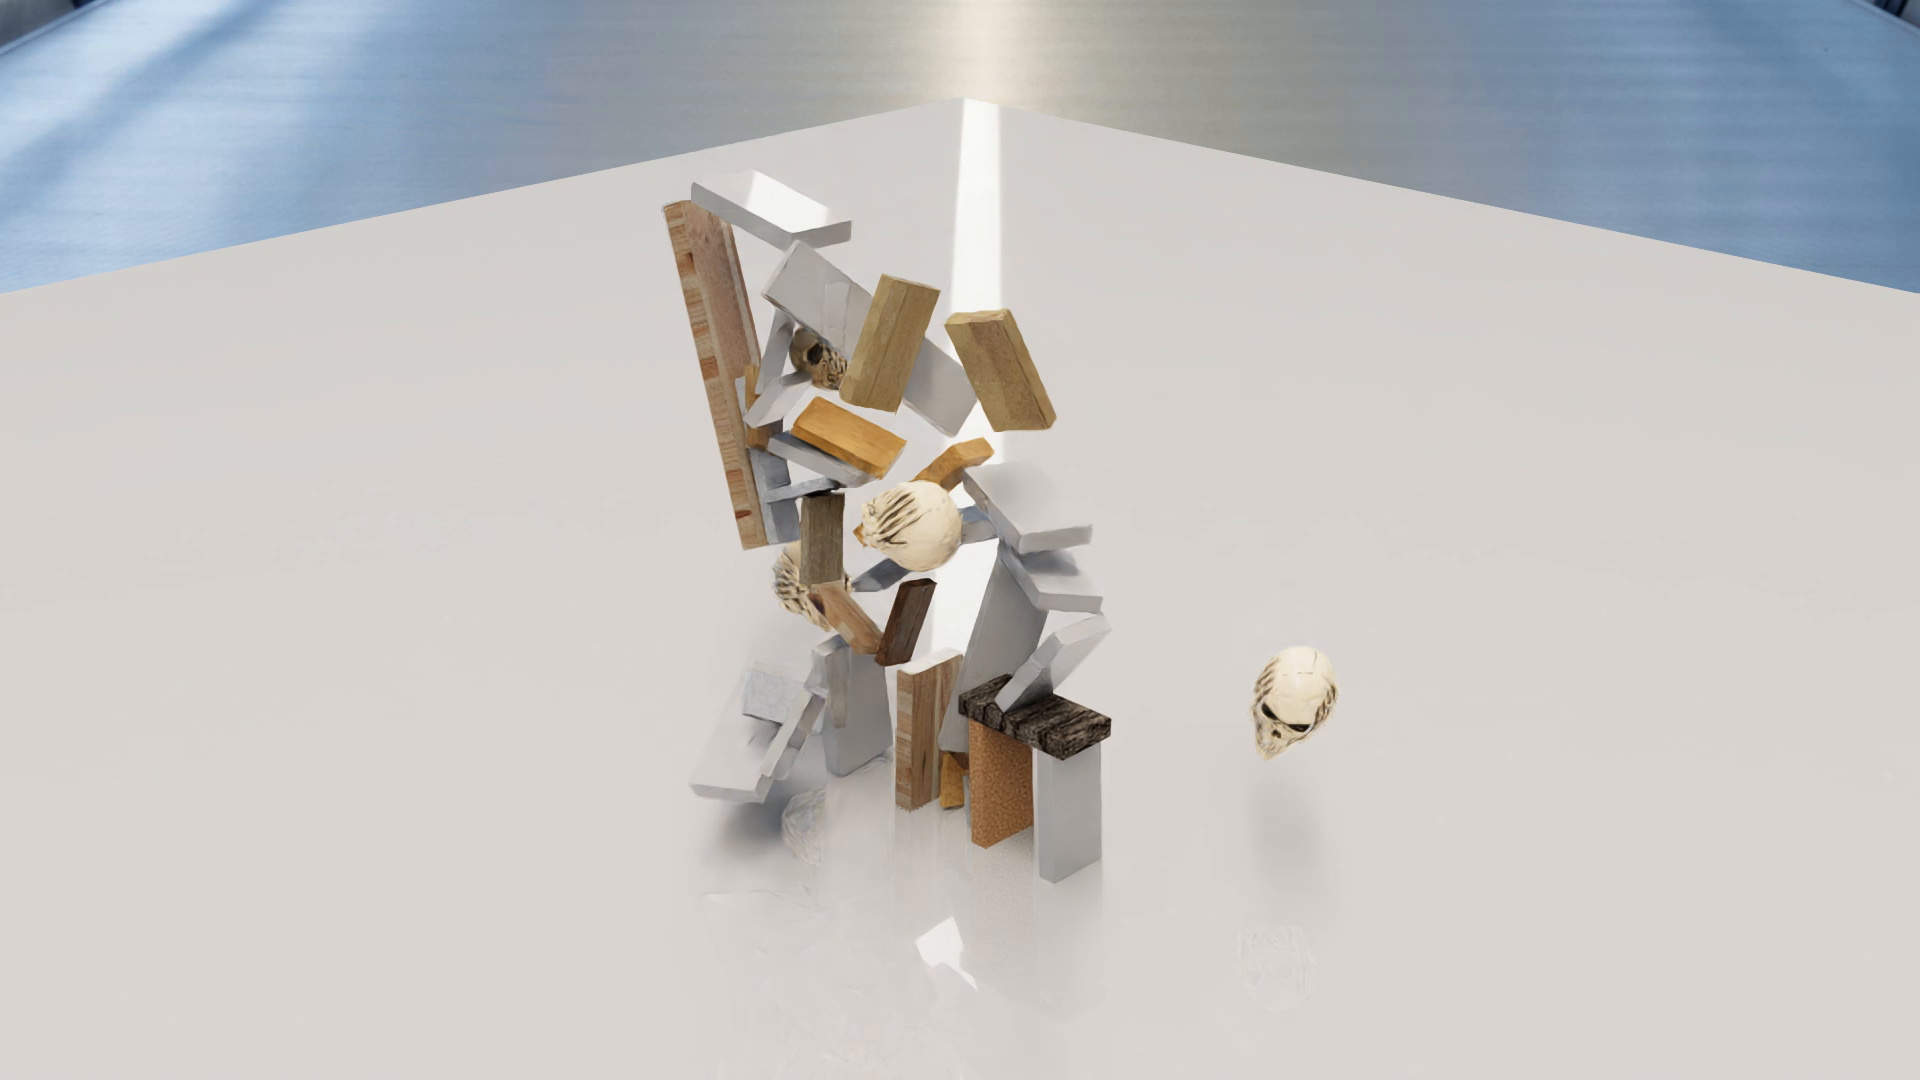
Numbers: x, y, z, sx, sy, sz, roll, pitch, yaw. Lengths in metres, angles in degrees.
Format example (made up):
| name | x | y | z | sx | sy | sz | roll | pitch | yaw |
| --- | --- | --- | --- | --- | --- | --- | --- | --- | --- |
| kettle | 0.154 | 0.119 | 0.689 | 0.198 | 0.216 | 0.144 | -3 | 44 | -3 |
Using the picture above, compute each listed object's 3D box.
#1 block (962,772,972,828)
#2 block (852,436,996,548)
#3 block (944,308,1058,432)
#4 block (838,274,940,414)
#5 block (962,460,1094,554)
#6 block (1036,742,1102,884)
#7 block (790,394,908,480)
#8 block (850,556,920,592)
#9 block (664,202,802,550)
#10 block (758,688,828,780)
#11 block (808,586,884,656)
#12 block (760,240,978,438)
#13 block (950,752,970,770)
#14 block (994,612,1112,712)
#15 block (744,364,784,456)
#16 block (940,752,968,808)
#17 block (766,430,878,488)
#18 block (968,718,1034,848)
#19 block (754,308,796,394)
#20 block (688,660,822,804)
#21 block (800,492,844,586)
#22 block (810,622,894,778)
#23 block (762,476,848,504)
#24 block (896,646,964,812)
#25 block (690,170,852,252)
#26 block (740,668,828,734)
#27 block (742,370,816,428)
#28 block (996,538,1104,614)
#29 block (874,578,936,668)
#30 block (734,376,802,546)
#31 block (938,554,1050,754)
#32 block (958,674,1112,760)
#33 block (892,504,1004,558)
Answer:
| name | x | y | z | sx | sy | sz | roll | pitch | yaw |
| --- | --- | --- | --- | --- | --- | --- | --- | --- | --- |
| block | 0.036 | 0.515 | 4.405 | 0.054 | 0.109 | 0.015 | -15 | 19 | -32 |
| block | -0.072 | -0.096 | 4.404 | 0.041 | 0.291 | 0.145 | 54 | 26 | 8 |
| block | 0.077 | -0.315 | 4.112 | 0.127 | 0.254 | 0.036 | -1 | 41 | 33 |
| block | -0.136 | -0.376 | 4.232 | 0.127 | 0.254 | 0.036 | 8 | 17 | -46 |
| block | 0.125 | -0.066 | 4.168 | 0.145 | 0.041 | 0.291 | -8 | 29 | -20 |
| block | 0.211 | 0.507 | 4.215 | 0.136 | 0.273 | 0.039 | -21 | 28 | -40 |
| block | -0.222 | -0.206 | 4.410 | 0.209 | 0.030 | 0.104 | 27 | 45 | 7 |
| block | -0.151 | 0.069 | 4.403 | 0.091 | 0.026 | 0.182 | -34 | 9 | -18 |
| block | -0.472 | -0.347 | 4.594 | 0.044 | 0.728 | 0.157 | -12 | 1 | 32 |
| block | -0.315 | 0.367 | 4.142 | 0.025 | 0.175 | 0.088 | 27 | -2 | 17 |
| block | -0.222 | 0.163 | 4.442 | 0.091 | 0.026 | 0.182 | 3 | 36 | -51 |
| block | -0.166 | -0.393 | 4.334 | 0.492 | 0.127 | 0.036 | 36 | -13 | -24 |
| block | 0.014 | 0.435 | 4.421 | 0.054 | 0.015 | 0.109 | 8 | 16 | -24 |
| block | 0.173 | 0.232 | 4.132 | 0.126 | 0.252 | 0.036 | -19 | 68 | -38 |
| block | -0.405 | -0.269 | 4.548 | 0.025 | 0.175 | 0.088 | -16 | -21 | 31 |
| block | -0.011 | 0.486 | 4.465 | 0.054 | 0.109 | 0.015 | -3 | 11 | -37 |
| block | -0.273 | -0.166 | 4.434 | 0.209 | 0.030 | 0.104 | 24 | 23 | 19 |
| block | 0.082 | 0.457 | 4.332 | 0.136 | 0.273 | 0.039 | -21 | 28 | -40 |
| block | -0.351 | -0.460 | 4.438 | 0.044 | 0.314 | 0.157 | 14 | 31 | -7 |
| block | -0.402 | 0.374 | 4.329 | 0.152 | 0.043 | 0.304 | 2 | 50 | 28 |
| block | -0.280 | -0.004 | 4.473 | 0.091 | 0.182 | 0.026 | -10 | 17 | -43 |
| block | -0.222 | 0.329 | 4.571 | 0.152 | 0.304 | 0.043 | -30 | 38 | -36 |
| block | -0.312 | -0.103 | 4.459 | 0.176 | 0.025 | 0.088 | -12 | -2 | 43 |
| block | -0.062 | 0.383 | 4.464 | 0.043 | 0.304 | 0.152 | 20 | 28 | 38 |
| block | -0.379 | -0.660 | 4.407 | 0.157 | 0.044 | 0.314 | -20 | 39 | -40 |
| block | -0.340 | 0.314 | 4.258 | 0.176 | 0.088 | 0.025 | 19 | -18 | -34 |
| block | -0.361 | -0.283 | 4.399 | 0.030 | 0.104 | 0.209 | 41 | 15 | 4 |
| block | 0.168 | 0.062 | 4.154 | 0.126 | 0.036 | 0.252 | 4 | 24 | -20 |
| block | -0.107 | 0.162 | 4.314 | 0.025 | 0.176 | 0.088 | 30 | 21 | 29 |
| block | -0.398 | -0.166 | 4.575 | 0.025 | 0.351 | 0.088 | -14 | -3 | 32 |
| block | 0.077 | 0.230 | 4.341 | 0.126 | 0.439 | 0.036 | 9 | 25 | -18 |
| block | 0.142 | 0.337 | 4.216 | 0.273 | 0.039 | 0.136 | 21 | 31 | 40 |
| block | 0.018 | -0.030 | 4.326 | 0.291 | 0.041 | 0.145 | -11 | 14 | 43 |
